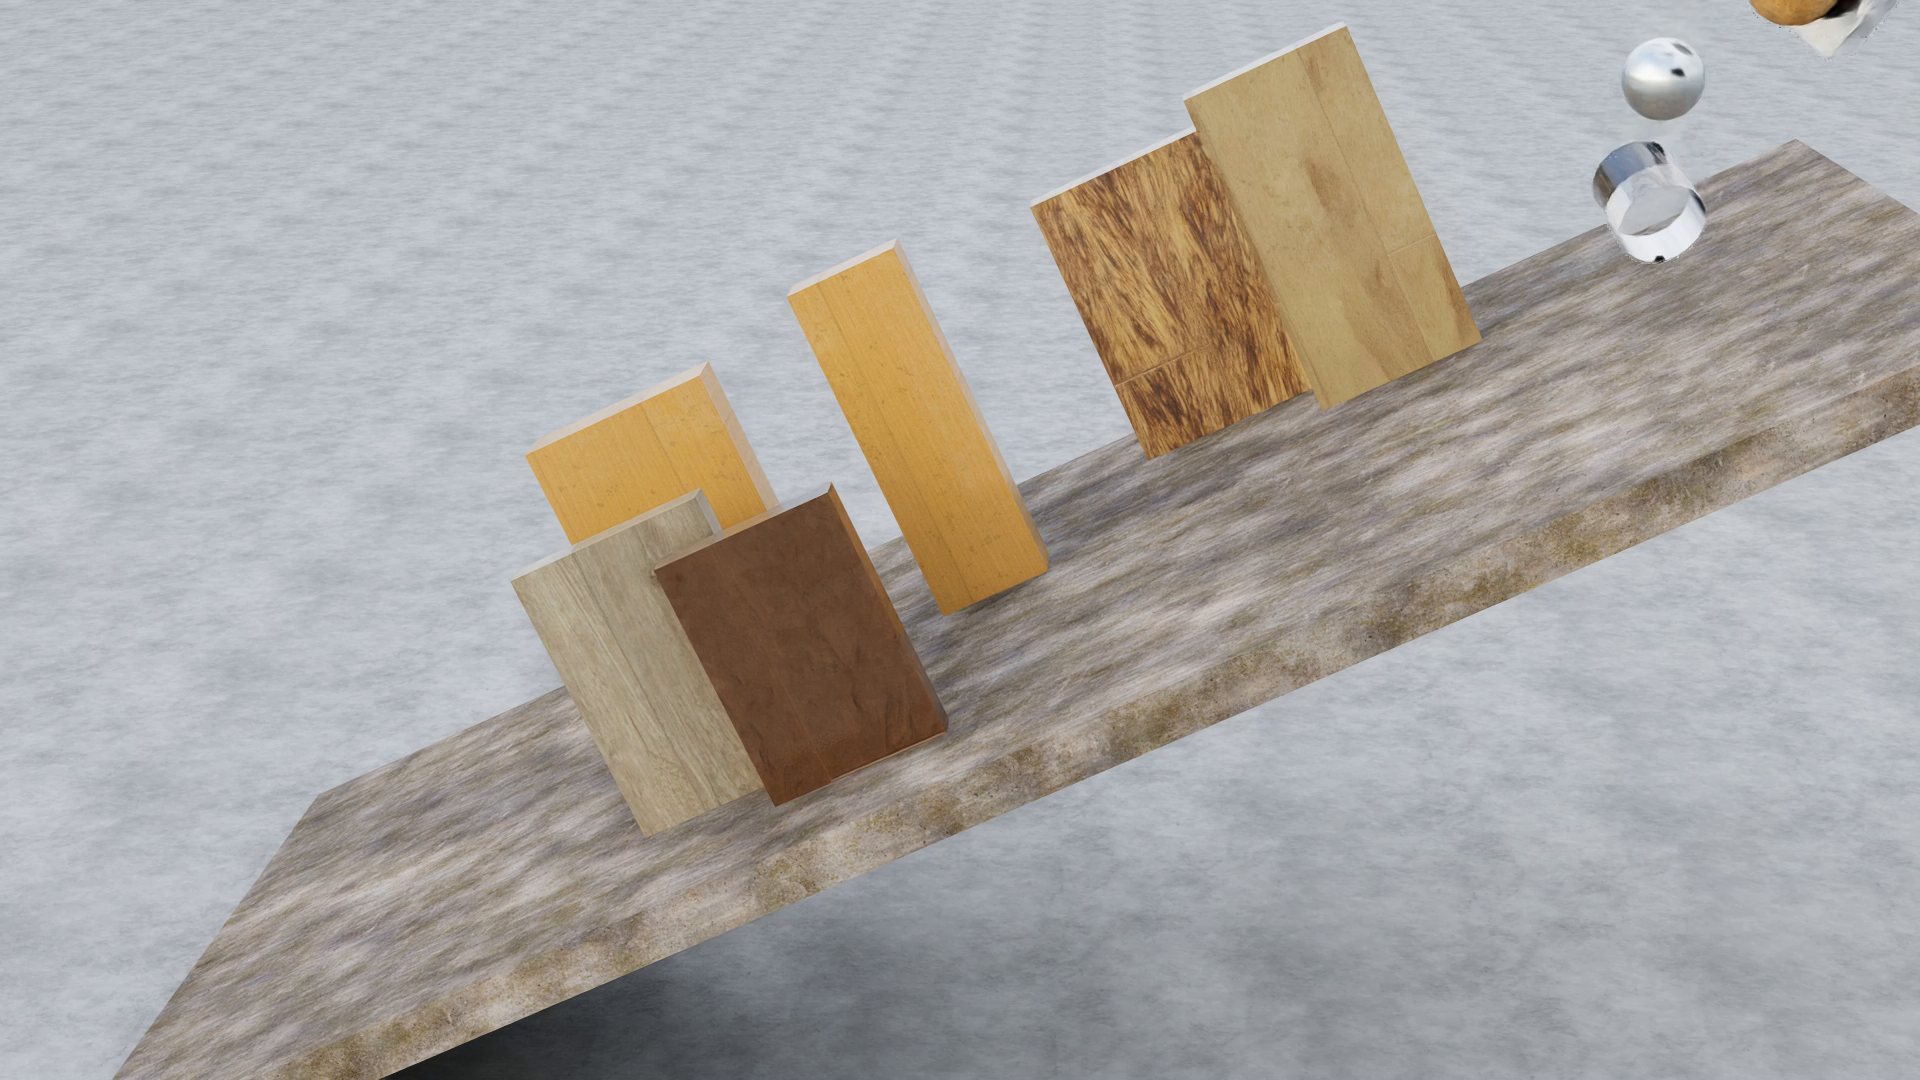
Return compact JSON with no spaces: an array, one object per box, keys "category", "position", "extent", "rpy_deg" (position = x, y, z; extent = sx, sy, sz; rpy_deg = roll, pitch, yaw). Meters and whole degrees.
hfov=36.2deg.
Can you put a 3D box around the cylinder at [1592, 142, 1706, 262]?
[{"category":"cylinder","position":[1.379,-0.679,5.892],"extent":[0.176,0.176,0.176],"rpy_deg":[-2,37,-8]}]

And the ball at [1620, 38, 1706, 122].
[{"category":"ball","position":[1.444,-0.947,6.043],"extent":[0.170,0.170,0.170],"rpy_deg":[0,16,0]}]

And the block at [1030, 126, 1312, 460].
[{"category":"block","position":[0.493,-0.570,6.800],"extent":[0.422,0.655,0.101],"rpy_deg":[-24,13,9]}]

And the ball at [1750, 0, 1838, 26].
[{"category":"ball","position":[1.554,-1.048,5.477],"extent":[0.182,0.182,0.182],"rpy_deg":[0,16,0]}]

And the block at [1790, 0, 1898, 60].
[{"category":"block","position":[1.677,-1.046,5.626],"extent":[0.170,0.170,0.170],"rpy_deg":[45,32,16]}]

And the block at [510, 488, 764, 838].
[{"category":"block","position":[-0.565,0.245,5.793],"extent":[0.405,0.585,0.081],"rpy_deg":[-24,13,9]}]

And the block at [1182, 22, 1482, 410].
[{"category":"block","position":[0.823,-0.711,6.494],"extent":[0.384,0.760,0.104],"rpy_deg":[-24,13,9]}]

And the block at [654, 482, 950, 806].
[{"category":"block","position":[-0.299,0.201,5.603],"extent":[0.365,0.520,0.082],"rpy_deg":[-24,13,9]}]

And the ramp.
[{"category":"ramp","position":[0.135,0.169,6.282],"extent":[4.000,0.100,2.000],"rpy_deg":[-24,13,9]}]

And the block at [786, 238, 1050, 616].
[{"category":"block","position":[-0.085,-0.241,6.347],"extent":[0.251,0.777,0.127],"rpy_deg":[-24,13,9]}]

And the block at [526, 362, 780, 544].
[{"category":"block","position":[-0.547,0.054,6.143],"extent":[0.402,0.746,0.141],"rpy_deg":[-24,13,9]}]
